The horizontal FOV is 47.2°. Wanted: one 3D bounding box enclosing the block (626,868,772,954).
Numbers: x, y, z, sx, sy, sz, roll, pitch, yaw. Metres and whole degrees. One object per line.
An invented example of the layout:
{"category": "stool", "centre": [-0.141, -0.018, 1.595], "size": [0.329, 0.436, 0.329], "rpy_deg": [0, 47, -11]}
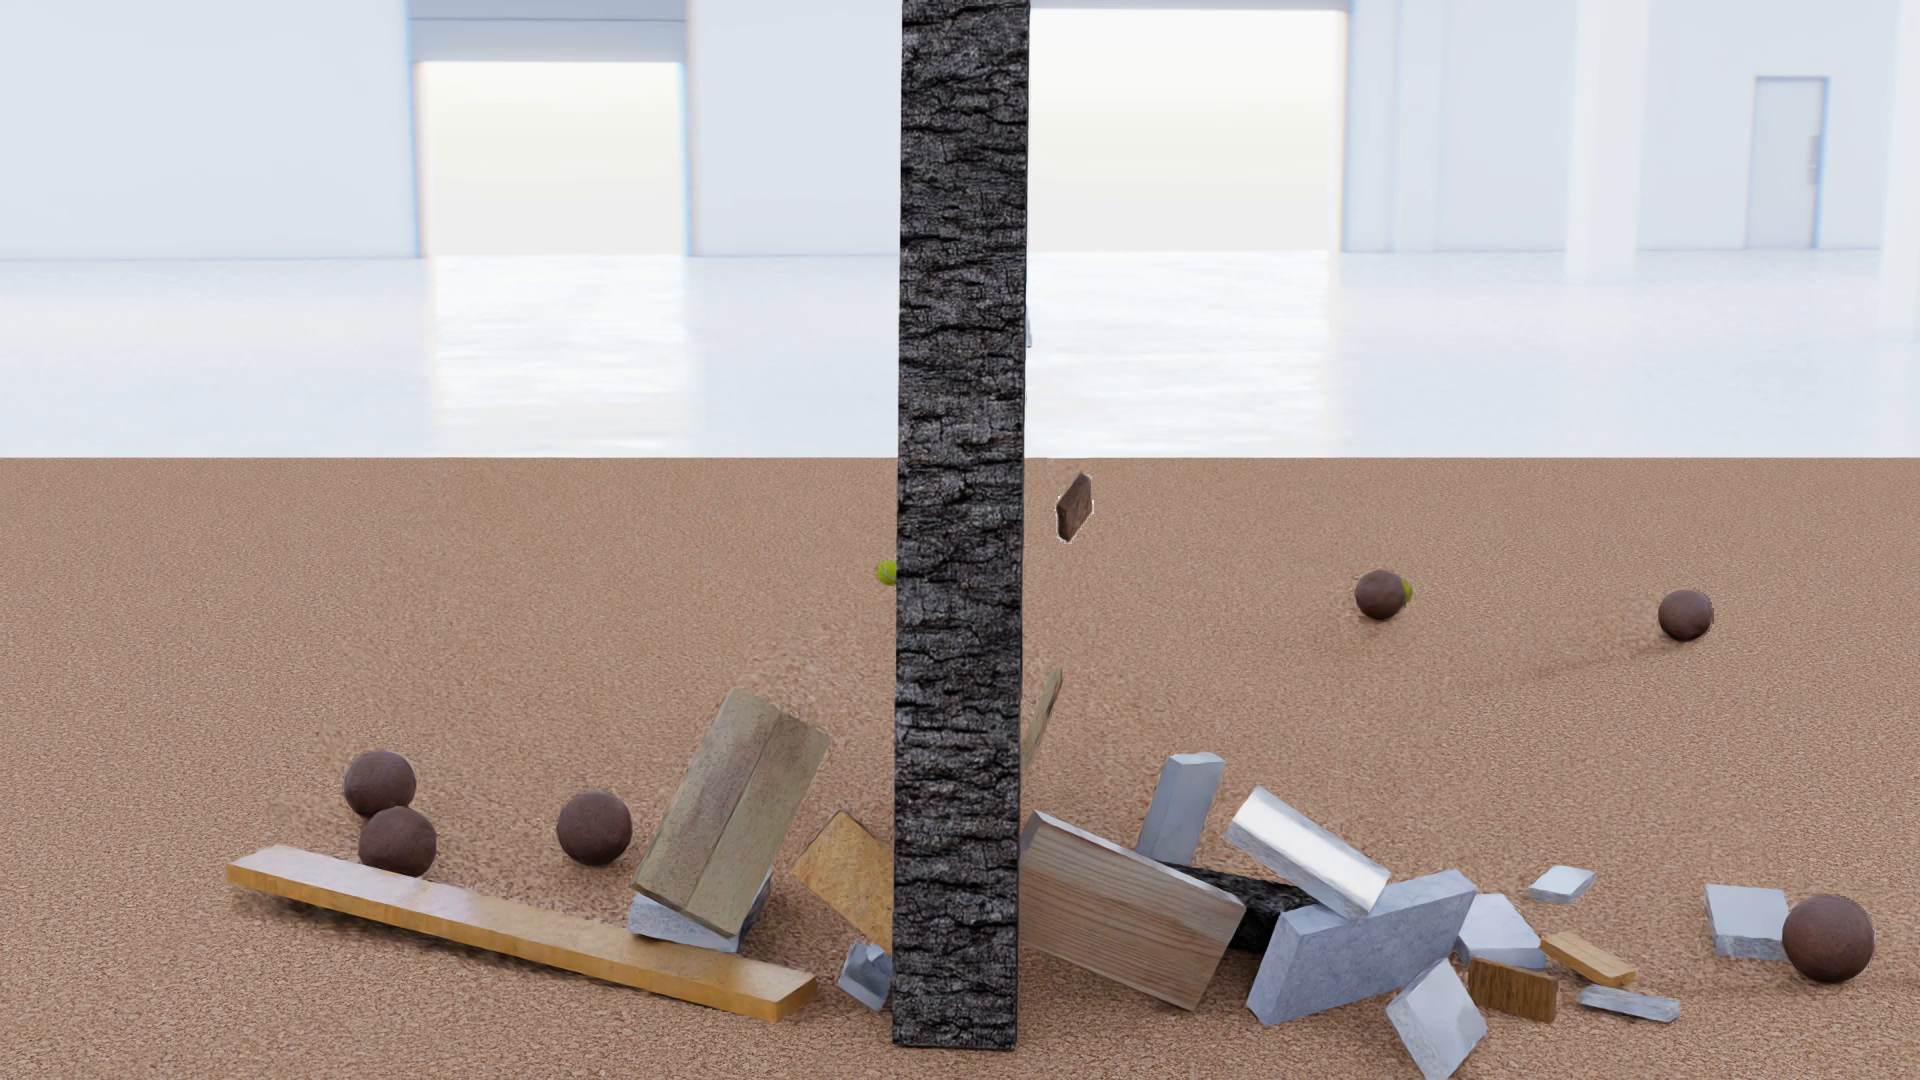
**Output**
{"category": "block", "centre": [-0.407, 0.568, 3.483], "size": [0.170, 0.048, 0.340], "rpy_deg": [12, 6, 2]}

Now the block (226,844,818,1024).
{"category": "block", "centre": [-0.704, 0.599, 3.411], "size": [1.050, 0.032, 0.113], "rpy_deg": [8, 13, 26]}

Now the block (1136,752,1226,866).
{"category": "block", "centre": [0.354, 0.468, 3.628], "size": [0.034, 0.238, 0.119], "rpy_deg": [28, 17, 39]}

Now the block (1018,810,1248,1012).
{"category": "block", "centre": [0.220, 0.531, 3.140], "size": [0.344, 0.172, 0.049], "rpy_deg": [25, 5, -17]}

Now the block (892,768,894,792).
{"category": "block", "centre": [-0.028, 0.319, 3.183], "size": [0.112, 0.032, 0.224], "rpy_deg": [1, 10, 5]}

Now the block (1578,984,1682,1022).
{"category": "block", "centre": [0.965, 0.667, 3.170], "size": [0.129, 0.018, 0.064], "rpy_deg": [7, 2, 34]}

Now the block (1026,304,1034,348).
{"category": "block", "centre": [0.062, -0.446, 3.489], "size": [0.068, 0.290, 0.019], "rpy_deg": [-4, -7, -33]}

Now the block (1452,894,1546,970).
{"category": "block", "centre": [0.826, 0.613, 3.450], "size": [0.119, 0.034, 0.238], "rpy_deg": [0, 11, -2]}

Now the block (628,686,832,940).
{"category": "block", "centre": [-0.345, 0.411, 3.332], "size": [0.170, 0.340, 0.048], "rpy_deg": [30, -24, -10]}

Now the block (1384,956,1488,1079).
{"category": "block", "centre": [0.648, 0.649, 2.979], "size": [0.032, 0.113, 0.227], "rpy_deg": [-34, -11, 24]}

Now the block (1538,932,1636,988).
{"category": "block", "centre": [0.939, 0.628, 3.292], "size": [0.064, 0.018, 0.129], "rpy_deg": [-5, 21, -36]}

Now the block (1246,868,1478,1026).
{"category": "block", "centre": [0.585, 0.589, 3.190], "size": [0.344, 0.172, 0.049], "rpy_deg": [-7, 36, -33]}

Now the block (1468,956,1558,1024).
{"category": "block", "centre": [0.796, 0.649, 3.172], "size": [0.129, 0.064, 0.018], "rpy_deg": [8, 8, 38]}

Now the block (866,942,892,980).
{"category": "block", "centre": [-0.015, 0.561, 3.184], "size": [0.224, 0.112, 0.032], "rpy_deg": [-41, 31, 8]}

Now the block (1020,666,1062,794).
{"category": "block", "centre": [0.106, 0.373, 3.656], "size": [0.017, 0.340, 0.061], "rpy_deg": [17, -25, 11]}

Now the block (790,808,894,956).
{"category": "block", "centre": [-0.118, 0.493, 3.101], "size": [0.224, 0.112, 0.032], "rpy_deg": [40, 3, -2]}

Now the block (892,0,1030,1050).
{"category": "block", "centre": [0.002, -0.092, 3.016], "size": [0.170, 1.586, 0.048], "rpy_deg": [1, 4, 6]}

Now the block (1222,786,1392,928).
{"category": "block", "centre": [0.496, 0.450, 3.141], "size": [0.227, 0.032, 0.113], "rpy_deg": [33, 32, 12]}

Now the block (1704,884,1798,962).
{"category": "block", "centre": [1.254, 0.606, 3.491], "size": [0.119, 0.034, 0.239], "rpy_deg": [3, 11, 14]}

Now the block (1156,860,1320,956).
{"category": "block", "centre": [0.362, 0.562, 3.387], "size": [0.461, 0.049, 0.172], "rpy_deg": [6, -32, 32]}

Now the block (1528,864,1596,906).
{"category": "block", "centre": [1.008, 0.578, 3.682], "size": [0.068, 0.019, 0.137], "rpy_deg": [7, 13, 33]}

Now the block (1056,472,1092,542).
{"category": "block", "centre": [0.188, -0.053, 3.617], "size": [0.019, 0.068, 0.137], "rpy_deg": [33, -16, 16]}

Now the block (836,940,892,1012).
{"category": "block", "centre": [-0.137, 0.641, 3.240], "size": [0.072, 0.020, 0.143], "rpy_deg": [34, 11, -2]}
